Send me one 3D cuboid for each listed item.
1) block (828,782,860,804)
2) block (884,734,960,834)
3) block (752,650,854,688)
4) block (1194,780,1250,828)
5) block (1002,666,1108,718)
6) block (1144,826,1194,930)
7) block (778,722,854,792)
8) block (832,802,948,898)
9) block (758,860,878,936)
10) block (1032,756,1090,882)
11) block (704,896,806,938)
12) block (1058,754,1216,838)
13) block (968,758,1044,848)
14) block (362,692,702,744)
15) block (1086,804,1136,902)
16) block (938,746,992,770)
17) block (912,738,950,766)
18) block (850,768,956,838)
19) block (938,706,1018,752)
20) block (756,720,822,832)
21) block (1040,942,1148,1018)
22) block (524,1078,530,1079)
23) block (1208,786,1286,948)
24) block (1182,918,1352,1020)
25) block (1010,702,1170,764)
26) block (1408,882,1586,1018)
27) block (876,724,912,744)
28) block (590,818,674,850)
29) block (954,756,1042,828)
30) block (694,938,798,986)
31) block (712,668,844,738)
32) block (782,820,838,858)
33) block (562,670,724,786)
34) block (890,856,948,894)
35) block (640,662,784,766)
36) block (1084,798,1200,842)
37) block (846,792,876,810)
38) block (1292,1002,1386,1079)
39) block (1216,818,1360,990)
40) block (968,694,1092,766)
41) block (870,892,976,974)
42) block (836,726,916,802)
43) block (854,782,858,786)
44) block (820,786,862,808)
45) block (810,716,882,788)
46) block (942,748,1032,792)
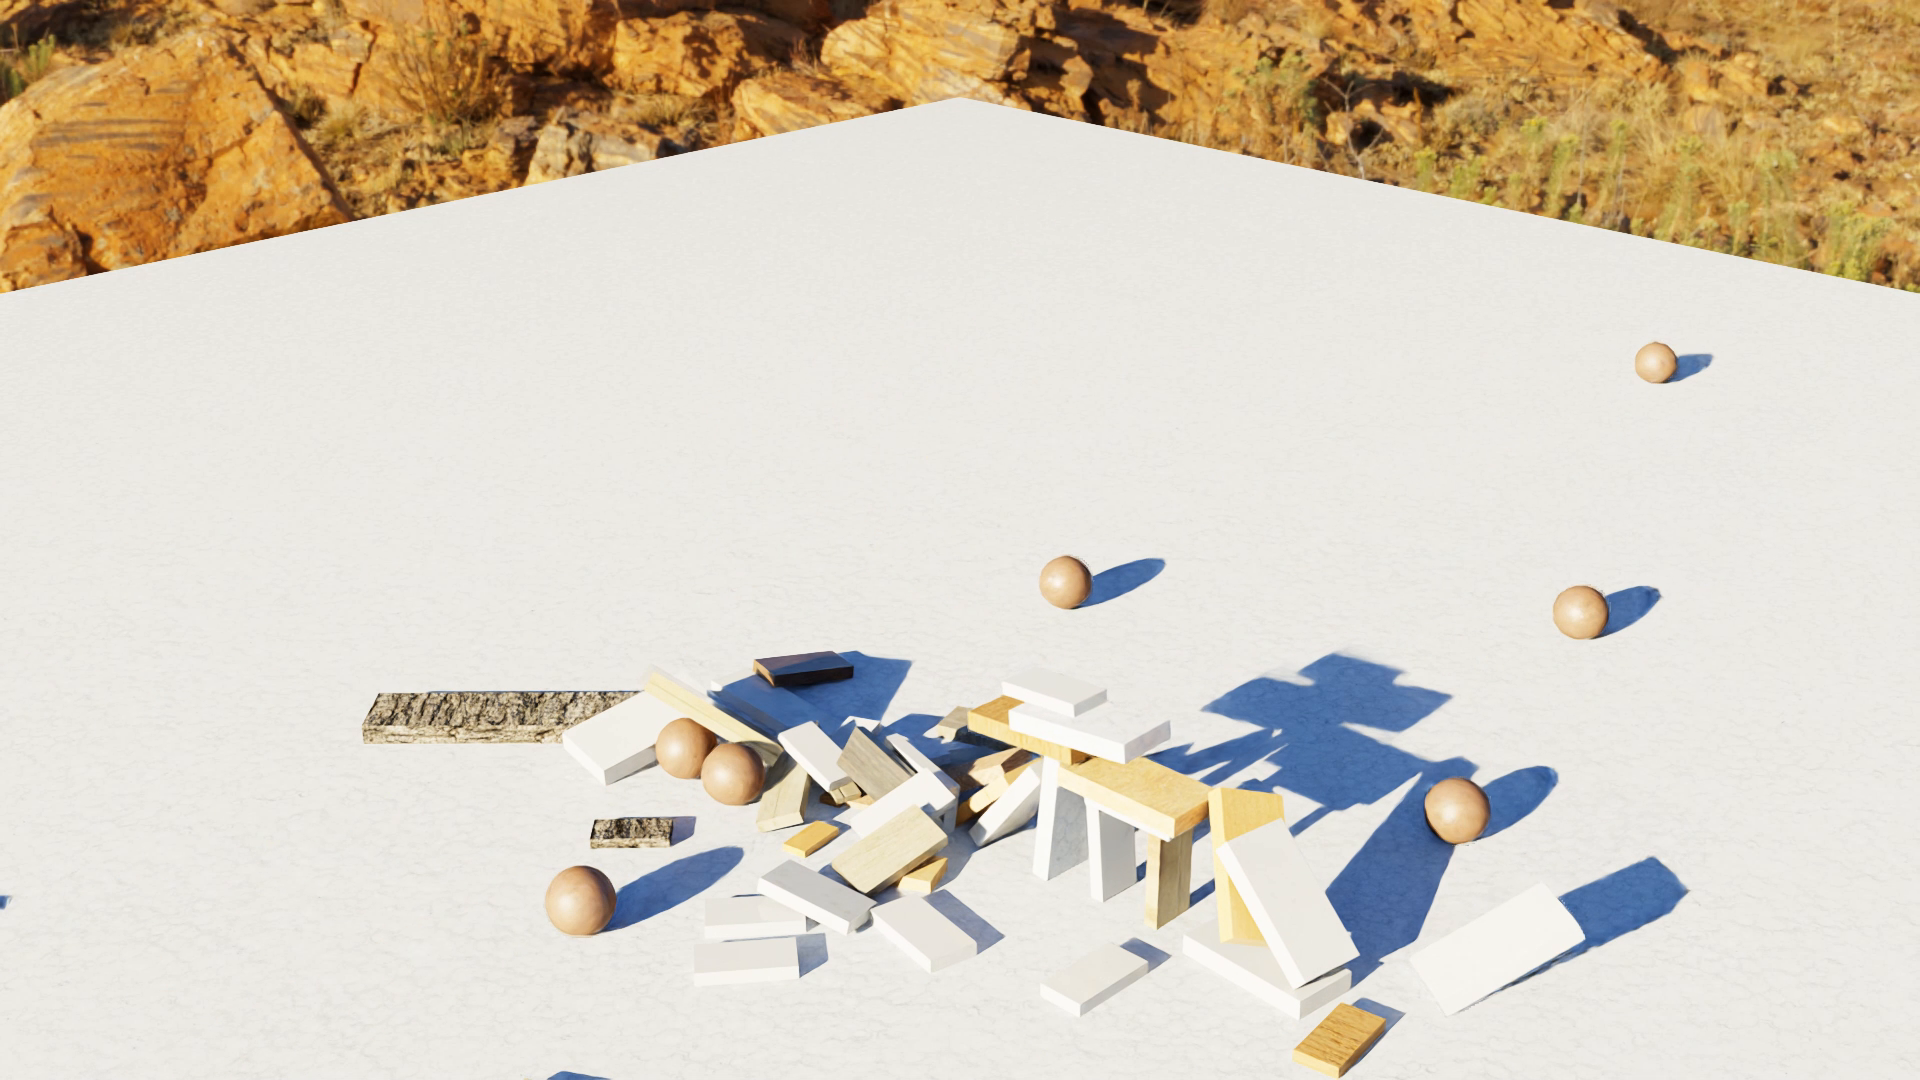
[{"bbox_3d":[-0.252,0.494,4.504,0.054,0.015,0.109,-12,42,-27],"label":"block"},{"bbox_3d":[-0.082,0.491,4.431,0.031,0.109,0.218,-13,32,-35],"label":"block"},{"bbox_3d":[-0.356,0.292,4.995,0.204,0.029,0.102,-5,21,-33],"label":"block"},{"bbox_3d":[0.516,0.536,4.467,0.171,0.024,0.086,-12,26,-26],"label":"block"},{"bbox_3d":[0.179,0.288,4.172,0.094,0.027,0.187,-21,25,-40],"label":"block"},{"bbox_3d":[0.386,0.612,4.065,0.028,0.198,0.099,20,30,39],"label":"block"},{"bbox_3d":[-0.289,0.444,4.524,0.086,0.024,0.171,-18,46,-39],"label":"block"},{"bbox_3d":[-0.134,0.597,4.201,0.202,0.029,0.101,-33,54,-22],"label":"block"},{"bbox_3d":[-0.266,0.665,4.102,0.202,0.029,0.101,22,23,24],"label":"block"},{"bbox_3d":[0.210,0.511,4.210,0.134,0.268,0.038,-21,36,-40],"label":"block"},{"bbox_3d":[-0.380,0.698,4.083,0.185,0.026,0.092,-2,23,-5],"label":"block"},{"bbox_3d":[0.329,0.457,4.053,0.274,0.039,0.137,21,31,39],"label":"block"},{"bbox_3d":[0.131,0.498,4.286,0.134,0.268,0.038,-21,68,-40],"label":"block"},{"bbox_3d":[-0.921,0.387,4.791,0.723,0.044,0.156,0,23,0],"label":"block"},{"bbox_3d":[0.288,0.573,4.155,0.099,0.198,0.028,-21,26,-41],"label":"block"},{"bbox_3d":[-0.006,0.469,4.626,0.157,0.022,0.078,-6,24,-14],"label":"block"},{"bbox_3d":[-0.107,0.458,4.597,0.157,0.022,0.078,-12,26,-27],"label":"block"},{"bbox_3d":[-0.111,0.532,4.293,0.187,0.027,0.094,-33,54,-20],"label":"block"},{"bbox_3d":[0.065,0.412,4.753,0.204,0.029,0.102,11,25,24],"label":"block"},{"bbox_3d":[-0.350,0.484,4.533,0.091,0.026,0.360,-15,24,10],"label":"block"},{"bbox_3d":[0.239,0.777,3.896,0.092,0.026,0.185,21,31,40],"label":"block"},{"bbox_3d":[-0.694,0.935,3.525,0.091,0.026,0.183,6,24,13],"label":"block"},{"bbox_3d":[0.524,0.588,3.945,0.137,0.275,0.039,10,-26,-26],"label":"block"},{"bbox_3d":[0.547,0.755,3.932,0.138,0.039,0.275,-19,29,-37],"label":"block"},{"bbox_3d":[0.241,0.343,4.097,0.275,0.039,0.137,13,25,41],"label":"block"},{"bbox_3d":[0.940,0.717,3.862,0.275,0.039,0.138,-30,26,1],"label":"block"},{"bbox_3d":[-0.153,0.439,4.697,0.078,0.022,0.156,-19,30,-38],"label":"block"},{"bbox_3d":[-0.651,0.582,4.361,0.156,0.022,0.078,-1,23,-2],"label":"block"},{"bbox_3d":[0.075,0.500,4.359,0.109,0.031,0.218,-21,-14,-40],"label":"block"},{"bbox_3d":[-0.384,0.756,3.945,0.184,0.026,0.092,-3,23,-7],"label":"block"},{"bbox_3d":[-0.397,0.373,4.845,0.102,0.029,0.383,-18,29,-37],"label":"block"},{"bbox_3d":[-0.295,0.591,4.347,0.054,0.015,0.109,15,27,31],"label":"block"},{"bbox_3d":[-0.668,0.398,4.674,0.311,0.044,0.156,-27,44,-32],"label":"block"},{"bbox_3d":[-0.126,0.631,4.241,0.183,0.026,0.091,8,24,19],"label":"block"},{"bbox_3d":[-0.519,0.362,4.577,0.311,0.044,0.156,32,-3,-11],"label":"block"},{"bbox_3d":[0.338,0.490,4.060,0.198,0.028,0.099,21,31,39],"label":"block"},{"bbox_3d":[-0.181,0.535,4.482,0.094,0.013,0.047,10,25,22],"label":"block"},{"bbox_3d":[0.644,0.848,3.730,0.086,0.024,0.171,16,28,33],"label":"block"},{"bbox_3d":[0.578,0.640,3.881,0.138,0.039,0.275,-17,70,-35],"label":"block"},{"bbox_3d":[0.158,0.355,4.198,0.134,0.038,0.268,-21,25,-40],"label":"block"},{"bbox_3d":[-0.069,0.719,4.030,0.101,0.029,0.202,-15,27,-32],"label":"block"},{"bbox_3d":[-0.144,0.483,4.413,0.245,0.094,0.027,39,21,32],"label":"block"},{"bbox_3d":[-0.199,0.463,4.554,0.047,0.013,0.095,-10,48,10],"label":"block"},{"bbox_3d":[-0.244,0.519,4.520,0.047,0.013,0.094,12,26,26],"label":"block"},{"bbox_3d":[-0.252,0.445,4.616,0.078,0.022,0.211,7,35,31],"label":"block"},{"bbox_3d":[0.029,0.474,4.463,0.218,0.031,0.109,-21,5,35],"label":"block"}]
